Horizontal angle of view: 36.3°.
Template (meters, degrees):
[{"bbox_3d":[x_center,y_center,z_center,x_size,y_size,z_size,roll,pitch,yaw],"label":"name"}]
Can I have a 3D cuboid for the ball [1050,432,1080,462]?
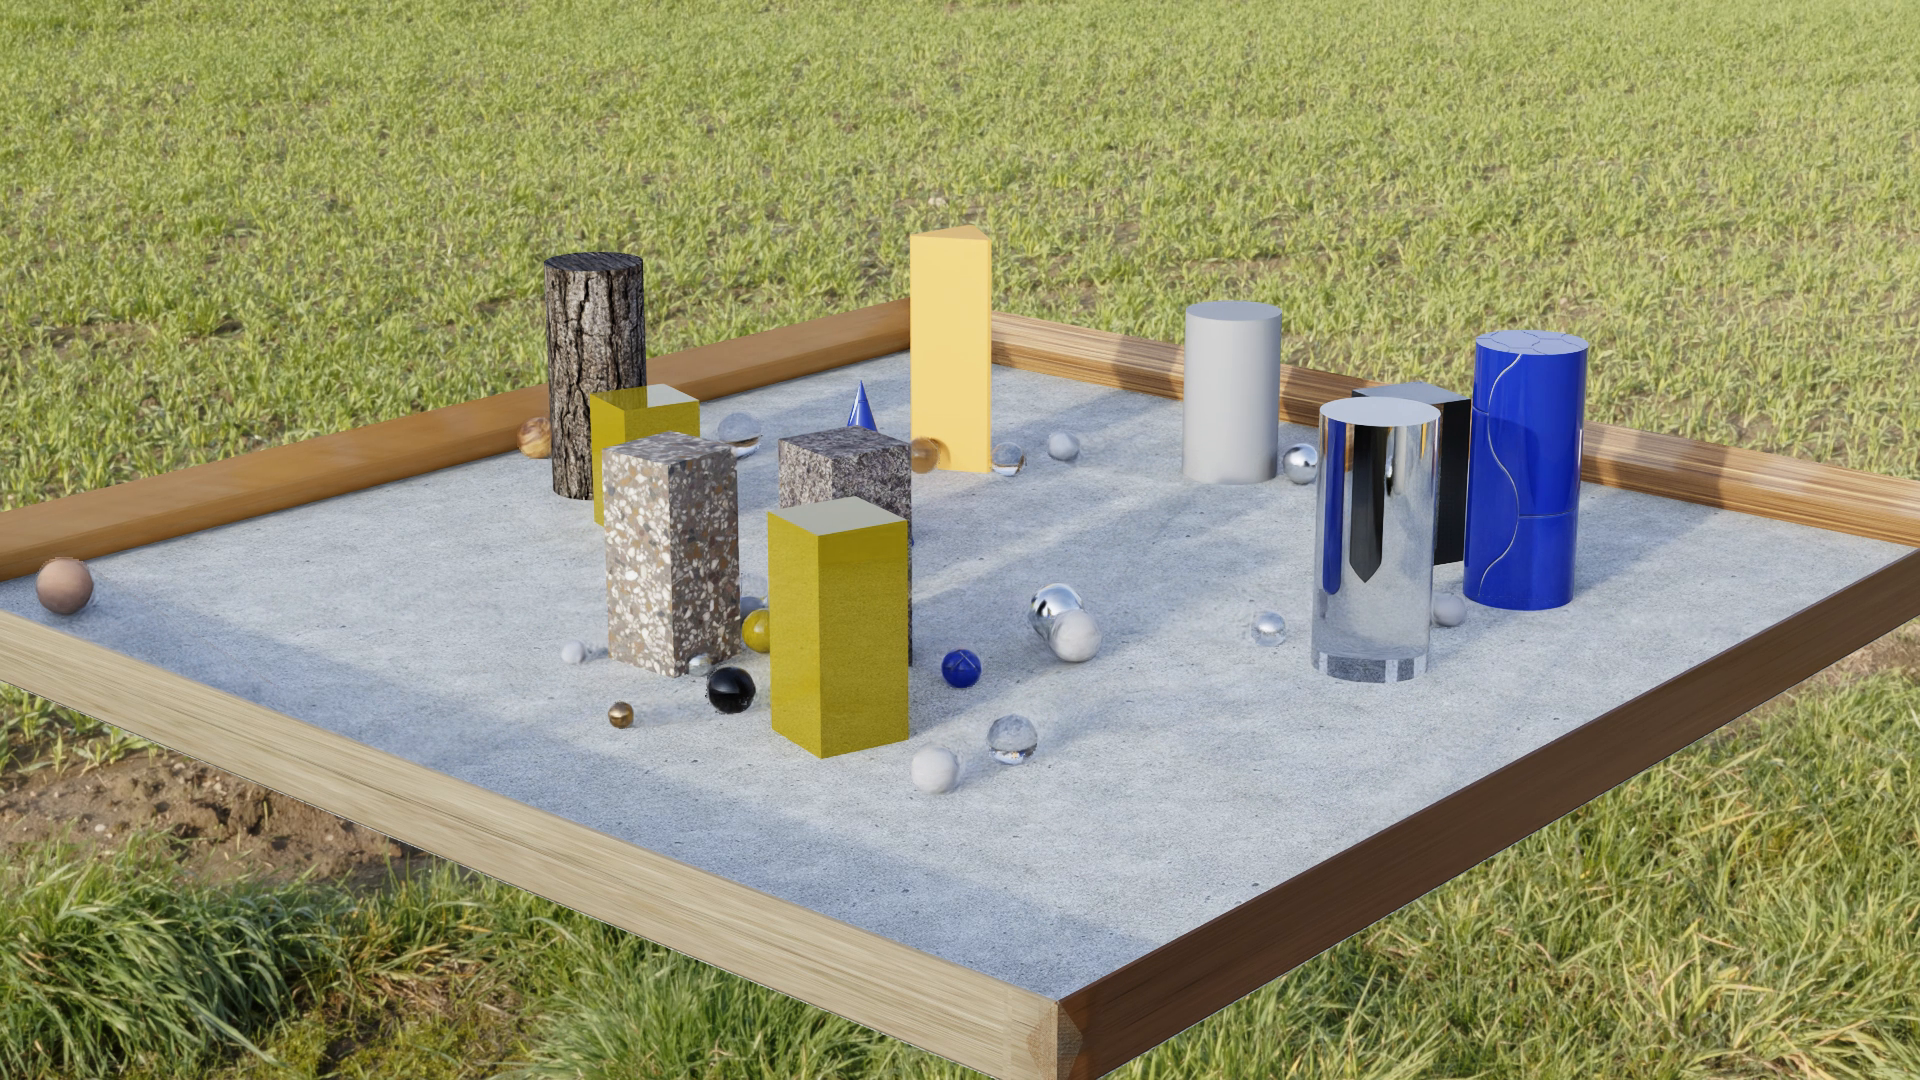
[{"bbox_3d":[0.212,-0.189,5.960,0.061,0.061,0.061,0,17,0],"label":"ball"}]

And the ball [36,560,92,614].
[{"bbox_3d":[-1.531,0.080,5.012,0.094,0.094,0.094,0,17,0],"label":"ball"}]

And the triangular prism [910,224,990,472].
[{"bbox_3d":[0.001,-0.388,5.908,0.165,0.473,0.143,5,18,17],"label":"triangular prism"}]

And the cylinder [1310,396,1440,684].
[{"bbox_3d":[0.666,-0.002,4.714,0.191,0.423,0.191,0,17,0],"label":"cylinder"}]

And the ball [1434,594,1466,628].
[{"bbox_3d":[0.827,0.120,4.947,0.056,0.056,0.056,0,17,0],"label":"ball"}]

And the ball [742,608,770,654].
[{"bbox_3d":[-0.321,0.149,4.817,0.075,0.075,0.075,0,17,0],"label":"ball"}]

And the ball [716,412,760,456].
[{"bbox_3d":[-0.453,-0.216,6.001,0.089,0.089,0.089,0,17,0],"label":"ball"}]

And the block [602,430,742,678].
[{"bbox_3d":[-0.467,0.021,4.756,0.152,0.355,0.152,14,22,38],"label":"block"}]

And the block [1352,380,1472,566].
[{"bbox_3d":[0.810,-0.117,5.304,0.152,0.302,0.152,-8,19,-26],"label":"block"}]

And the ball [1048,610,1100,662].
[{"bbox_3d":[0.186,0.156,4.774,0.087,0.087,0.087,0,17,0],"label":"ball"}]

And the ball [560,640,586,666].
[{"bbox_3d":[-0.628,0.183,4.764,0.041,0.041,0.041,0,17,0],"label":"ball"}]

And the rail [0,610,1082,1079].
[{"bbox_3d":[-0.875,0.323,4.155,2.650,0.124,0.045,14,22,39],"label":"rail"}]

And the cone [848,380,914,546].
[{"bbox_3d":[-0.180,-0.144,5.380,0.191,0.311,0.191,0,17,0],"label":"cone"}]

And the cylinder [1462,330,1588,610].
[{"bbox_3d":[0.976,-0.122,5.065,0.191,0.451,0.191,0,17,0],"label":"cylinder"}]

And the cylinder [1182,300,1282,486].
[{"bbox_3d":[0.541,-0.295,5.844,0.191,0.332,0.191,0,17,0],"label":"cylinder"}]

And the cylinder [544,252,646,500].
[{"bbox_3d":[-0.707,-0.321,5.720,0.191,0.453,0.191,0,17,0],"label":"cylinder"}]

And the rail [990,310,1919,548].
[{"bbox_3d":[0.875,-0.261,6.086,2.650,0.124,0.045,14,22,39],"label":"rail"}]

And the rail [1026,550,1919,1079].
[{"bbox_3d":[0.983,0.278,4.304,0.045,0.124,2.718,14,22,39],"label":"rail"}]

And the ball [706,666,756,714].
[{"bbox_3d":[-0.354,0.233,4.541,0.075,0.075,0.075,0,17,0],"label":"ball"}]

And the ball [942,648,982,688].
[{"bbox_3d":[0.002,0.202,4.662,0.063,0.063,0.063,0,17,0],"label":"ball"}]

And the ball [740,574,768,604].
[{"bbox_3d":[-0.358,0.089,5.040,0.062,0.062,0.062,0,17,0],"label":"ball"}]

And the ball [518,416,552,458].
[{"bbox_3d":[-0.858,-0.209,5.986,0.085,0.085,0.085,0,17,0],"label":"ball"}]

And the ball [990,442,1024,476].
[{"bbox_3d":[0.095,-0.162,5.858,0.068,0.068,0.068,0,17,0],"label":"ball"}]

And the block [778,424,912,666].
[{"bbox_3d":[-0.184,0.021,4.725,0.152,0.373,0.152,-12,21,-35],"label":"block"}]

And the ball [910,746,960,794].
[{"bbox_3d":[-0.035,0.331,4.222,0.071,0.071,0.071,0,17,0],"label":"ball"}]

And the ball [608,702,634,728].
[{"bbox_3d":[-0.519,0.268,4.485,0.041,0.041,0.041,0,17,0],"label":"ball"}]

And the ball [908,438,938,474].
[{"bbox_3d":[-0.078,-0.169,5.879,0.070,0.070,0.070,0,17,0],"label":"ball"}]

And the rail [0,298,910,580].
[{"bbox_3d":[-0.983,-0.216,5.937,0.045,0.124,2.718,14,22,39],"label":"rail"}]

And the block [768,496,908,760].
[{"bbox_3d":[-0.183,0.130,4.412,0.152,0.347,0.152,-10,20,-31],"label":"block"}]

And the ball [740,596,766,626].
[{"bbox_3d":[-0.353,0.122,4.944,0.054,0.054,0.054,0,17,0],"label":"ball"}]

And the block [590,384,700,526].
[{"bbox_3d":[-0.588,-0.147,5.494,0.152,0.250,0.152,-10,19,-30],"label":"block"}]

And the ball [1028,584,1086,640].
[{"bbox_3d":[0.162,0.121,4.877,0.095,0.095,0.095,0,17,0],"label":"ball"}]

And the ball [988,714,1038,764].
[{"bbox_3d":[0.078,0.295,4.335,0.075,0.075,0.075,0,17,0],"label":"ball"}]

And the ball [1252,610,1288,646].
[{"bbox_3d":[0.512,0.147,4.851,0.060,0.060,0.060,0,17,0],"label":"ball"}]

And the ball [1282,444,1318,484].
[{"bbox_3d":[0.678,-0.151,5.805,0.079,0.079,0.079,0,17,0],"label":"ball"}]

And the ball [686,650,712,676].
[{"bbox_3d":[-0.419,0.198,4.713,0.041,0.041,0.041,0,17,0],"label":"ball"}]
